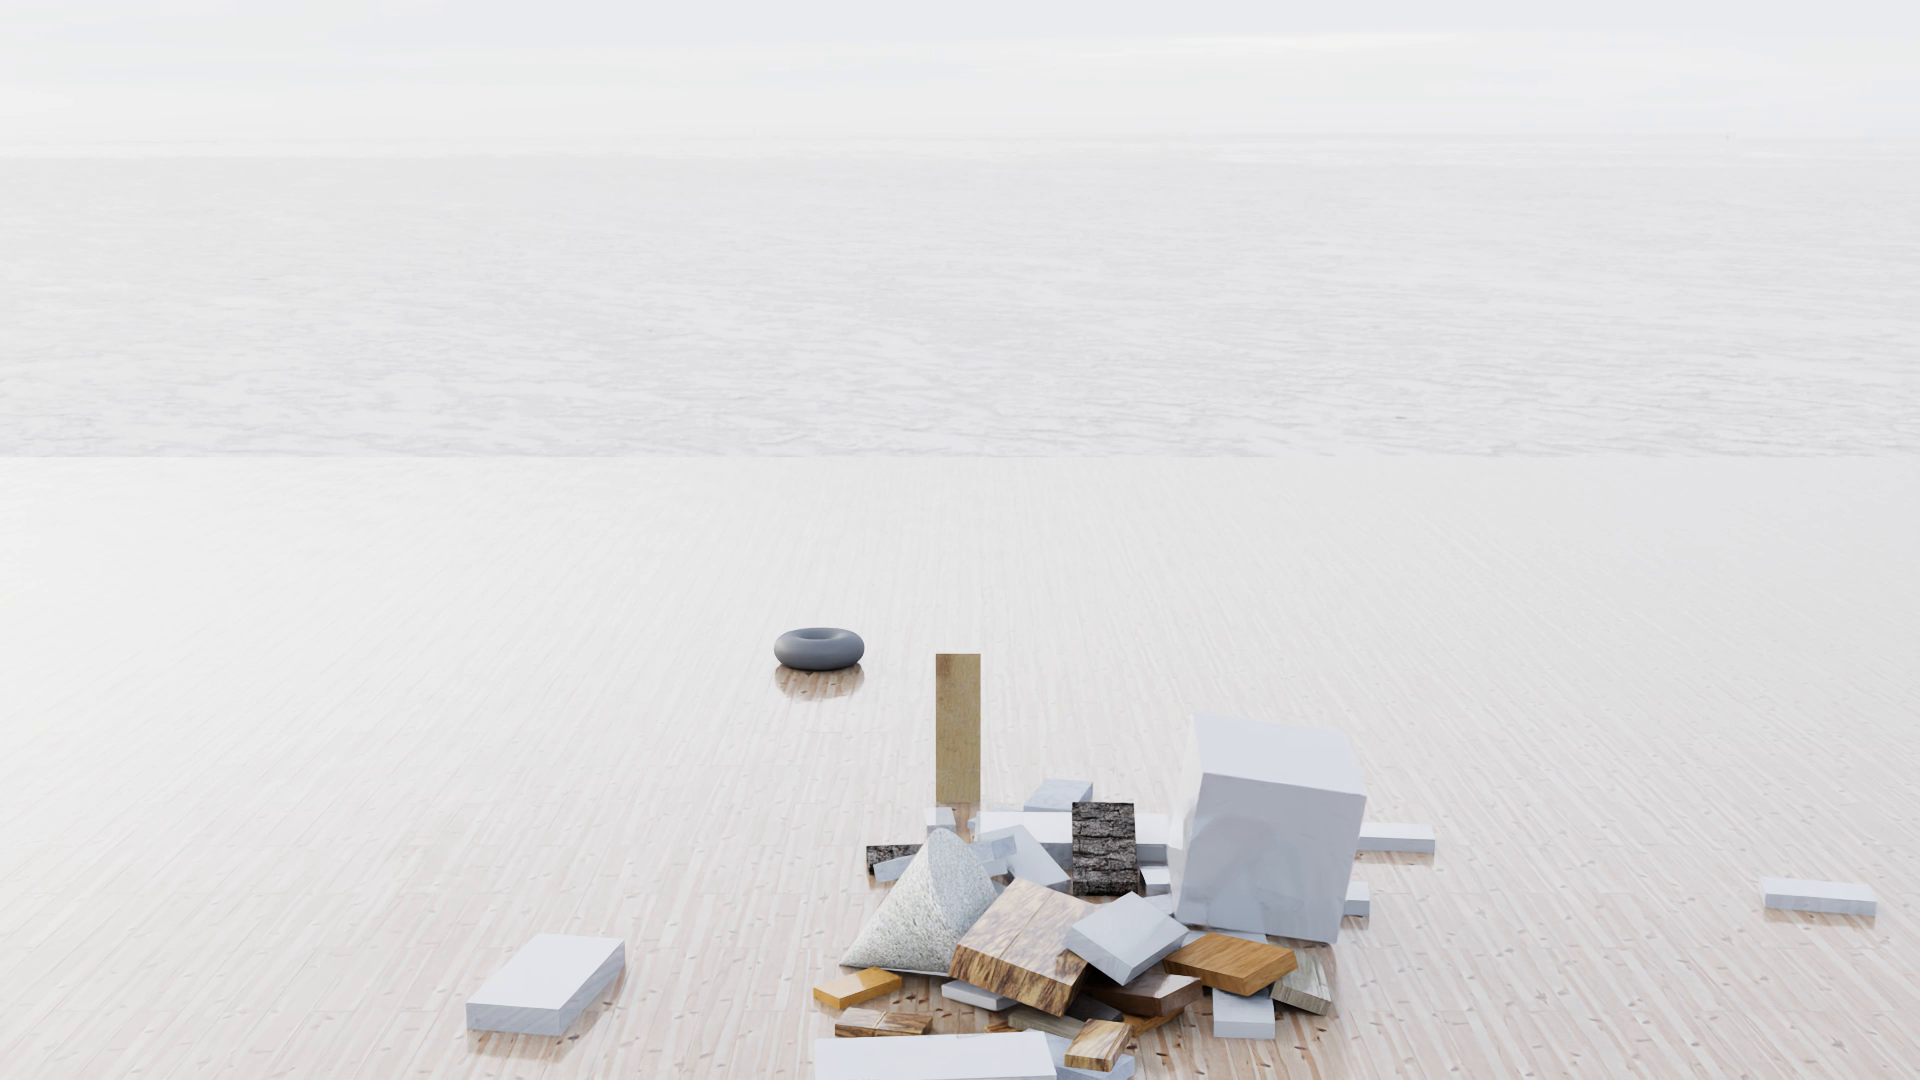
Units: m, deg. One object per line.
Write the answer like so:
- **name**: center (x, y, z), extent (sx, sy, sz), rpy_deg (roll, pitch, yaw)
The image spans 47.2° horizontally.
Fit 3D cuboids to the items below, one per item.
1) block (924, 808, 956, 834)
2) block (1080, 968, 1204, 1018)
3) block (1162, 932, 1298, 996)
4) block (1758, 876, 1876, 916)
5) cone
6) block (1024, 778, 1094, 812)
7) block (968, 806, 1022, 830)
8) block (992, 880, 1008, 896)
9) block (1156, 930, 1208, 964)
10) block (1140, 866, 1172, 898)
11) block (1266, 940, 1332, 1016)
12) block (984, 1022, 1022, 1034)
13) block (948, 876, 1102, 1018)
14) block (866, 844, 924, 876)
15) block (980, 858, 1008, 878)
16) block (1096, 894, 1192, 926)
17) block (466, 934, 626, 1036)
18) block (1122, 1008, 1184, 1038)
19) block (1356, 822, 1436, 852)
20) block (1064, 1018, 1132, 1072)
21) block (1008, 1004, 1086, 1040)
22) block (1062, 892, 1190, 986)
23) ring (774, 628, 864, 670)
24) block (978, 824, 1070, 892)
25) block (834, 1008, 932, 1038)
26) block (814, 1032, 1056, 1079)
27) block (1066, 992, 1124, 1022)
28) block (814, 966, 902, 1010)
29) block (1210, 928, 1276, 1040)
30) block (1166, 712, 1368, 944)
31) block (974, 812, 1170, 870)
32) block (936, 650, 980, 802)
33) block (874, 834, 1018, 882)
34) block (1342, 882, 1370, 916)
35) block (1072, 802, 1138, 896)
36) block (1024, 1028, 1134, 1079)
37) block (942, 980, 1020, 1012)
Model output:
- **block**: center (-0.038, 0.514, 4.037), extent (0.052, 0.015, 0.104), rpy_deg (-1, 11, -5)
- **block**: center (0.242, 0.651, 3.177), extent (0.196, 0.028, 0.098), rpy_deg (-3, 6, 42)
- **block**: center (0.396, 0.623, 3.239), extent (0.098, 0.028, 0.196), rpy_deg (-22, 10, -29)
- **block**: center (1.411, 0.586, 3.623), extent (0.170, 0.024, 0.085), rpy_deg (3, 11, 13)
- **cone**: center (-0.085, 0.594, 3.322), extent (0.239, 0.239, 0.239), rpy_deg (-28, 3, 17)
- **block**: center (0.186, 0.490, 4.137), extent (0.092, 0.026, 0.184), rpy_deg (3, 11, 15)
- **block**: center (0.065, 0.514, 4.038), extent (0.052, 0.015, 0.104), rpy_deg (8, 13, 36)
- **block**: center (0.055, 0.594, 3.571), extent (0.098, 0.028, 0.196), rpy_deg (-8, 13, -36)
- **block**: center (0.298, 0.628, 3.396), extent (0.169, 0.024, 0.085), rpy_deg (1, 11, 5)
- **block**: center (0.396, 0.573, 3.690), extent (0.179, 0.025, 0.090), rpy_deg (-1, 11, -3)
- **block**: center (0.495, 0.644, 3.240), extent (0.085, 0.024, 0.169), rpy_deg (19, 11, 0)
- **block**: center (0.094, 0.690, 3.090), extent (0.107, 0.015, 0.054), rpy_deg (-5, 12, -26)
- **block**: center (0.115, 0.592, 3.228), extent (0.171, 0.048, 0.350), rpy_deg (18, 11, 13)
- **block**: center (-0.074, 0.552, 3.808), extent (0.171, 0.024, 0.085), rpy_deg (-1, 11, -6)
- **block**: center (0.020, 0.549, 3.648), extent (0.086, 0.024, 0.171), rpy_deg (-11, -6, -11)
- **block**: center (0.298, 0.602, 3.537), extent (0.169, 0.024, 0.085), rpy_deg (-4, 11, -22)
- **block**: center (-0.605, 0.651, 3.235), extent (0.139, 0.039, 0.278), rpy_deg (2, 11, 10)
- **block**: center (0.262, 0.678, 3.146), extent (0.060, 0.017, 0.120), rpy_deg (9, 14, 40)
- **block**: center (0.758, 0.530, 3.927), extent (0.170, 0.024, 0.085), rpy_deg (1, 11, 7)
- **block**: center (0.188, 0.684, 2.980), extent (0.063, 0.018, 0.125), rpy_deg (3, 11, 18)
- **block**: center (0.127, 0.678, 3.071), extent (0.107, 0.015, 0.054), rpy_deg (13, 19, 33)
- **block**: center (0.248, 0.587, 3.258), extent (0.108, 0.030, 0.268), rpy_deg (32, 14, 19)
- **ring**: center (-0.336, 0.259, 5.257), extent (0.217, 0.072, 0.217), rpy_deg (0, 9, 0)
- **block**: center (0.107, 0.543, 3.708), extent (0.086, 0.024, 0.171), rpy_deg (-9, 30, -26)
- **block**: center (-0.108, 0.686, 3.103), extent (0.125, 0.018, 0.063), rpy_deg (3, 11, 15)
- **block**: center (-0.035, 0.693, 2.872), extent (0.307, 0.039, 0.139), rpy_deg (-1, 11, -5)
- **block**: center (0.177, 0.674, 3.120), extent (0.054, 0.015, 0.107), rpy_deg (-33, 27, -28)
- **block**: center (-0.151, 0.660, 3.244), extent (0.120, 0.017, 0.060), rpy_deg (-10, 14, -42)
- **block**: center (0.416, 0.654, 3.260), extent (0.085, 0.024, 0.363), rpy_deg (1, 11, 5)
- **block**: center (0.482, 0.454, 3.502), extent (0.253, 0.253, 0.253), rpy_deg (8, 17, 0)
- **block**: center (0.198, 0.528, 3.868), extent (0.341, 0.048, 0.171), rpy_deg (0, 11, 2)
- **block**: center (-0.003, 0.353, 4.155), extent (0.085, 0.289, 0.024), rpy_deg (0, 11, 0)
- **block**: center (-0.024, 0.532, 3.672), extent (0.215, 0.030, 0.108), rpy_deg (-14, -6, 21)
- **block**: center (0.581, 0.586, 3.619), extent (0.179, 0.025, 0.090), rpy_deg (1, 11, 8)
- **block**: center (0.245, 0.524, 3.742), extent (0.108, 0.030, 0.215), rpy_deg (0, 31, 2)
- **block**: center (0.141, 0.706, 2.979), extent (0.170, 0.024, 0.085), rpy_deg (7, 13, 34)
- **block**: center (0.035, 0.660, 3.206), extent (0.060, 0.017, 0.120), rpy_deg (-9, 7, -40)
